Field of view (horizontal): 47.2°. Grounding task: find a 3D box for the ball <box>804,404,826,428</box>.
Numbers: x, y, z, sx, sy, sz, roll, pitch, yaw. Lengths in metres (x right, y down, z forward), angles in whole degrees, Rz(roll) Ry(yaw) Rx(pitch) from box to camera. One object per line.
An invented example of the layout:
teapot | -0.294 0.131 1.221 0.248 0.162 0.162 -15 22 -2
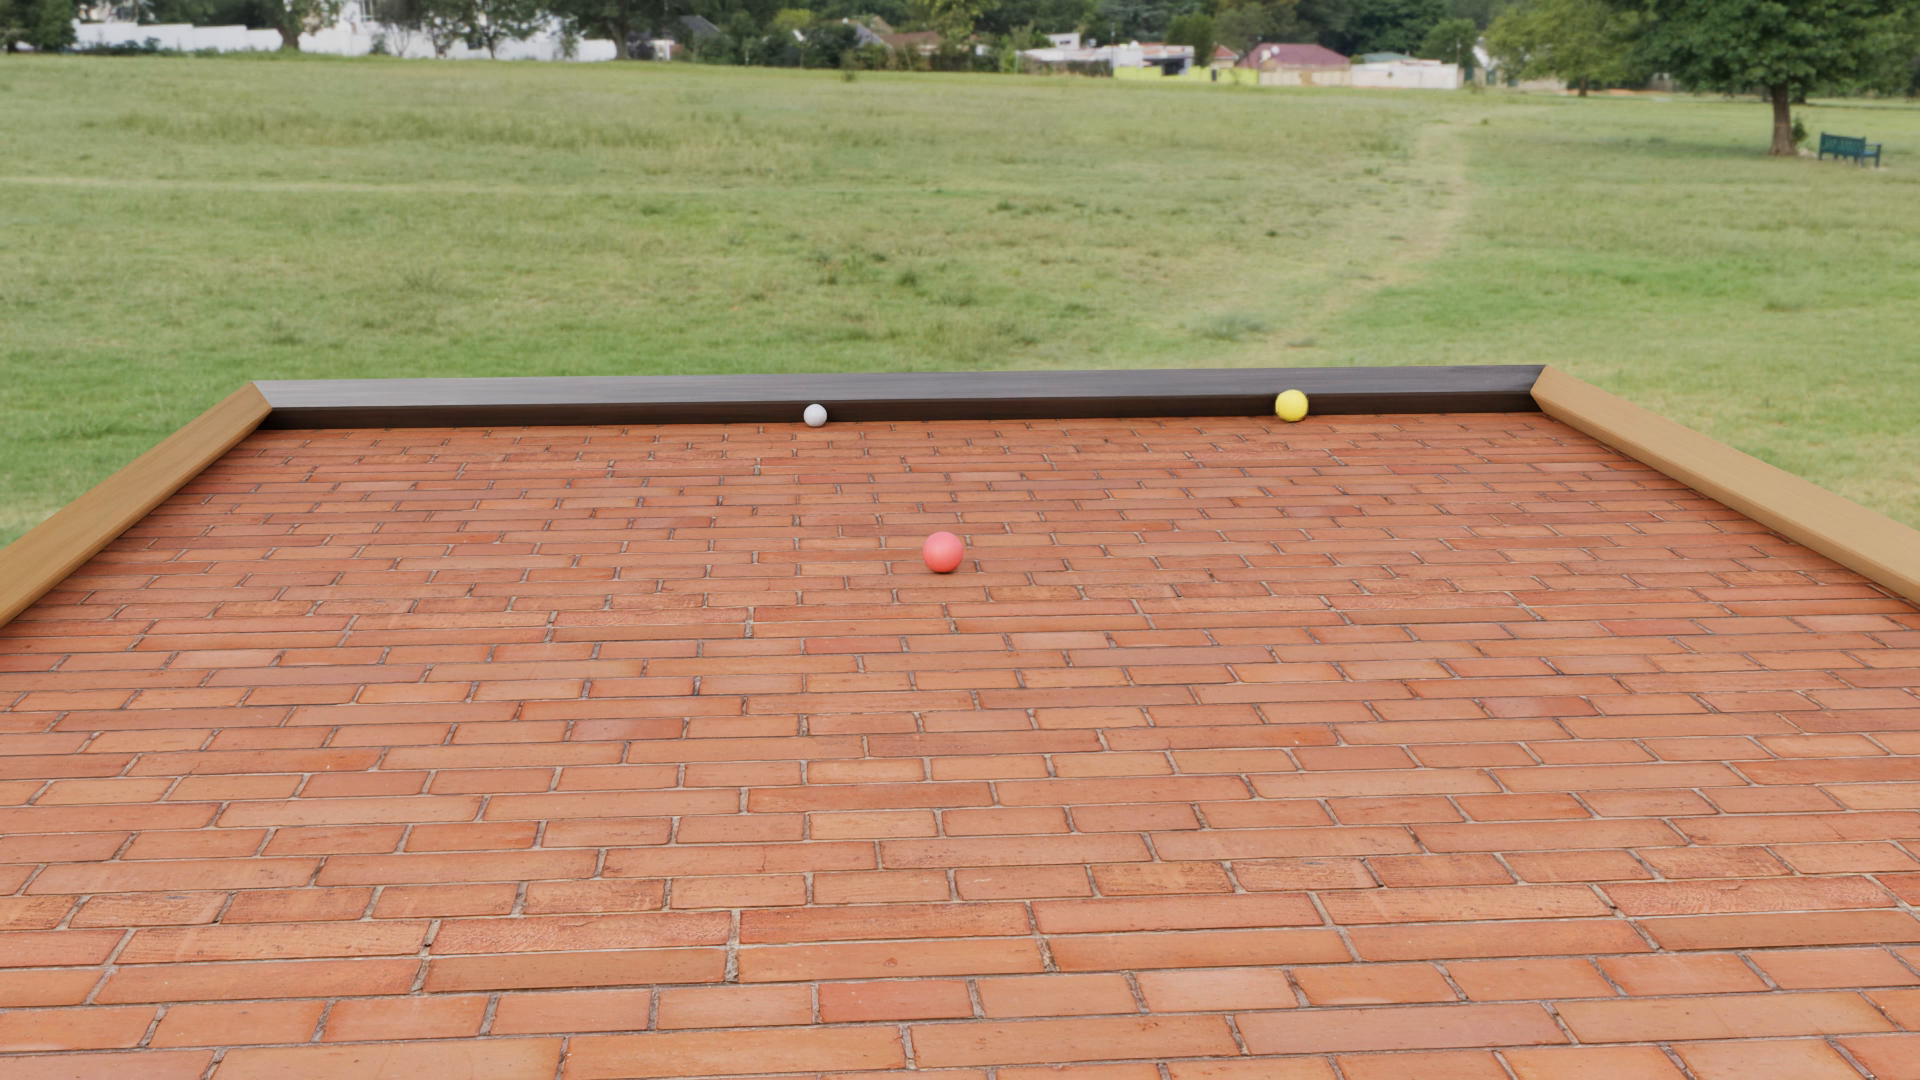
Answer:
ball | -0.270 -0.232 4.104 0.044 0.044 0.044 0 13 0

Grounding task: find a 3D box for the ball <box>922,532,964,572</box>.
ball | -0.023 0.017 3.021 0.057 0.057 0.057 0 13 0

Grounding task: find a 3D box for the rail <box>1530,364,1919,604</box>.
rail | 1.287 0.212 2.114 0.045 0.092 4.422 -1 13 -4

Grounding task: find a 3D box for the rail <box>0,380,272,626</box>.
rail | -1.111 0.256 1.928 0.045 0.092 4.422 -1 13 -4

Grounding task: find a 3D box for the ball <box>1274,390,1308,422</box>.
ball | 0.626 -0.253 4.153 0.062 0.062 0.062 0 13 0

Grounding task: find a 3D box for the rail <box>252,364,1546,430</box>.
rail | -0.086 -0.267 4.143 2.453 0.092 0.045 -1 13 -4
